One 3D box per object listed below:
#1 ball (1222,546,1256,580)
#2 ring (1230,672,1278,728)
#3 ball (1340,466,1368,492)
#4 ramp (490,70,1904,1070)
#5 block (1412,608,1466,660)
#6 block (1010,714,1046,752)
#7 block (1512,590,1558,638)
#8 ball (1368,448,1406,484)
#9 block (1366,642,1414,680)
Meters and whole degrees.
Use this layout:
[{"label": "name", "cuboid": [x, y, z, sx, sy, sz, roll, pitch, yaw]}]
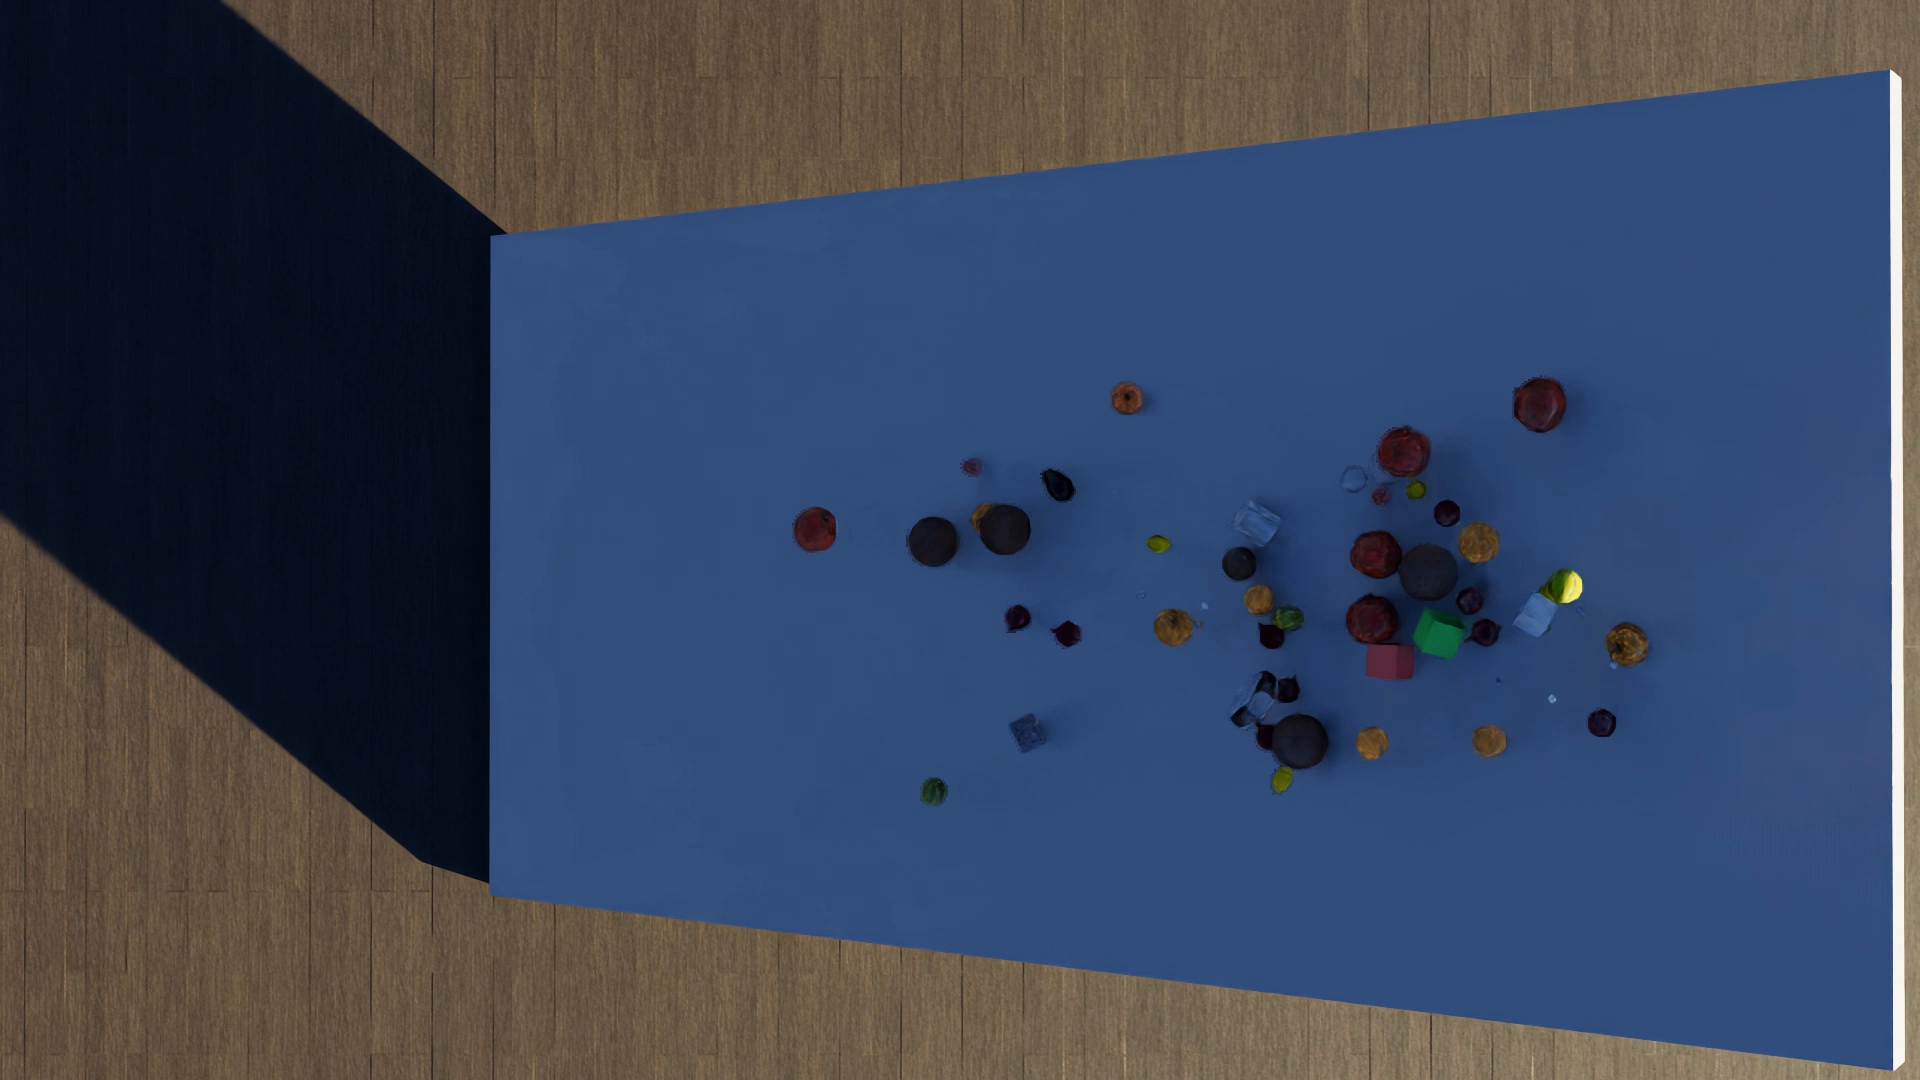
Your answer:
[{"label": "ball", "cuboid": [0.658, 0.056, 5.178, 0.080, 0.080, 0.080, 0, 90, 0]}, {"label": "ring", "cuboid": [0.685, 0.372, 5.122, 0.050, 0.149, 0.149, 36, 90, -11]}, {"label": "ball", "cuboid": [0.901, -0.139, 5.023, 0.060, 0.060, 0.060, 0, 90, 0]}, {"label": "ramp", "cuboid": [0.246, 0.068, 5.573, 4.000, 0.100, 2.000, 0, 89, 35]}, {"label": "block", "cuboid": [1.061, 0.208, 4.871, 0.077, 0.077, 0.077, 15, 110, -9]}, {"label": "block", "cuboid": [0.170, 0.483, 5.495, 0.064, 0.064, 0.064, -25, 104, -2]}, {"label": "block", "cuboid": [1.232, 0.159, 4.710, 0.062, 0.062, 0.062, 30, 67, 6]}, {"label": "ball", "cuboid": [0.964, -0.167, 4.966, 0.082, 0.082, 0.082, 0, 90, 0]}, {"label": "block", "cuboid": [0.970, 0.273, 4.957, 0.075, 0.075, 0.075, 4, 92, 42]}]
